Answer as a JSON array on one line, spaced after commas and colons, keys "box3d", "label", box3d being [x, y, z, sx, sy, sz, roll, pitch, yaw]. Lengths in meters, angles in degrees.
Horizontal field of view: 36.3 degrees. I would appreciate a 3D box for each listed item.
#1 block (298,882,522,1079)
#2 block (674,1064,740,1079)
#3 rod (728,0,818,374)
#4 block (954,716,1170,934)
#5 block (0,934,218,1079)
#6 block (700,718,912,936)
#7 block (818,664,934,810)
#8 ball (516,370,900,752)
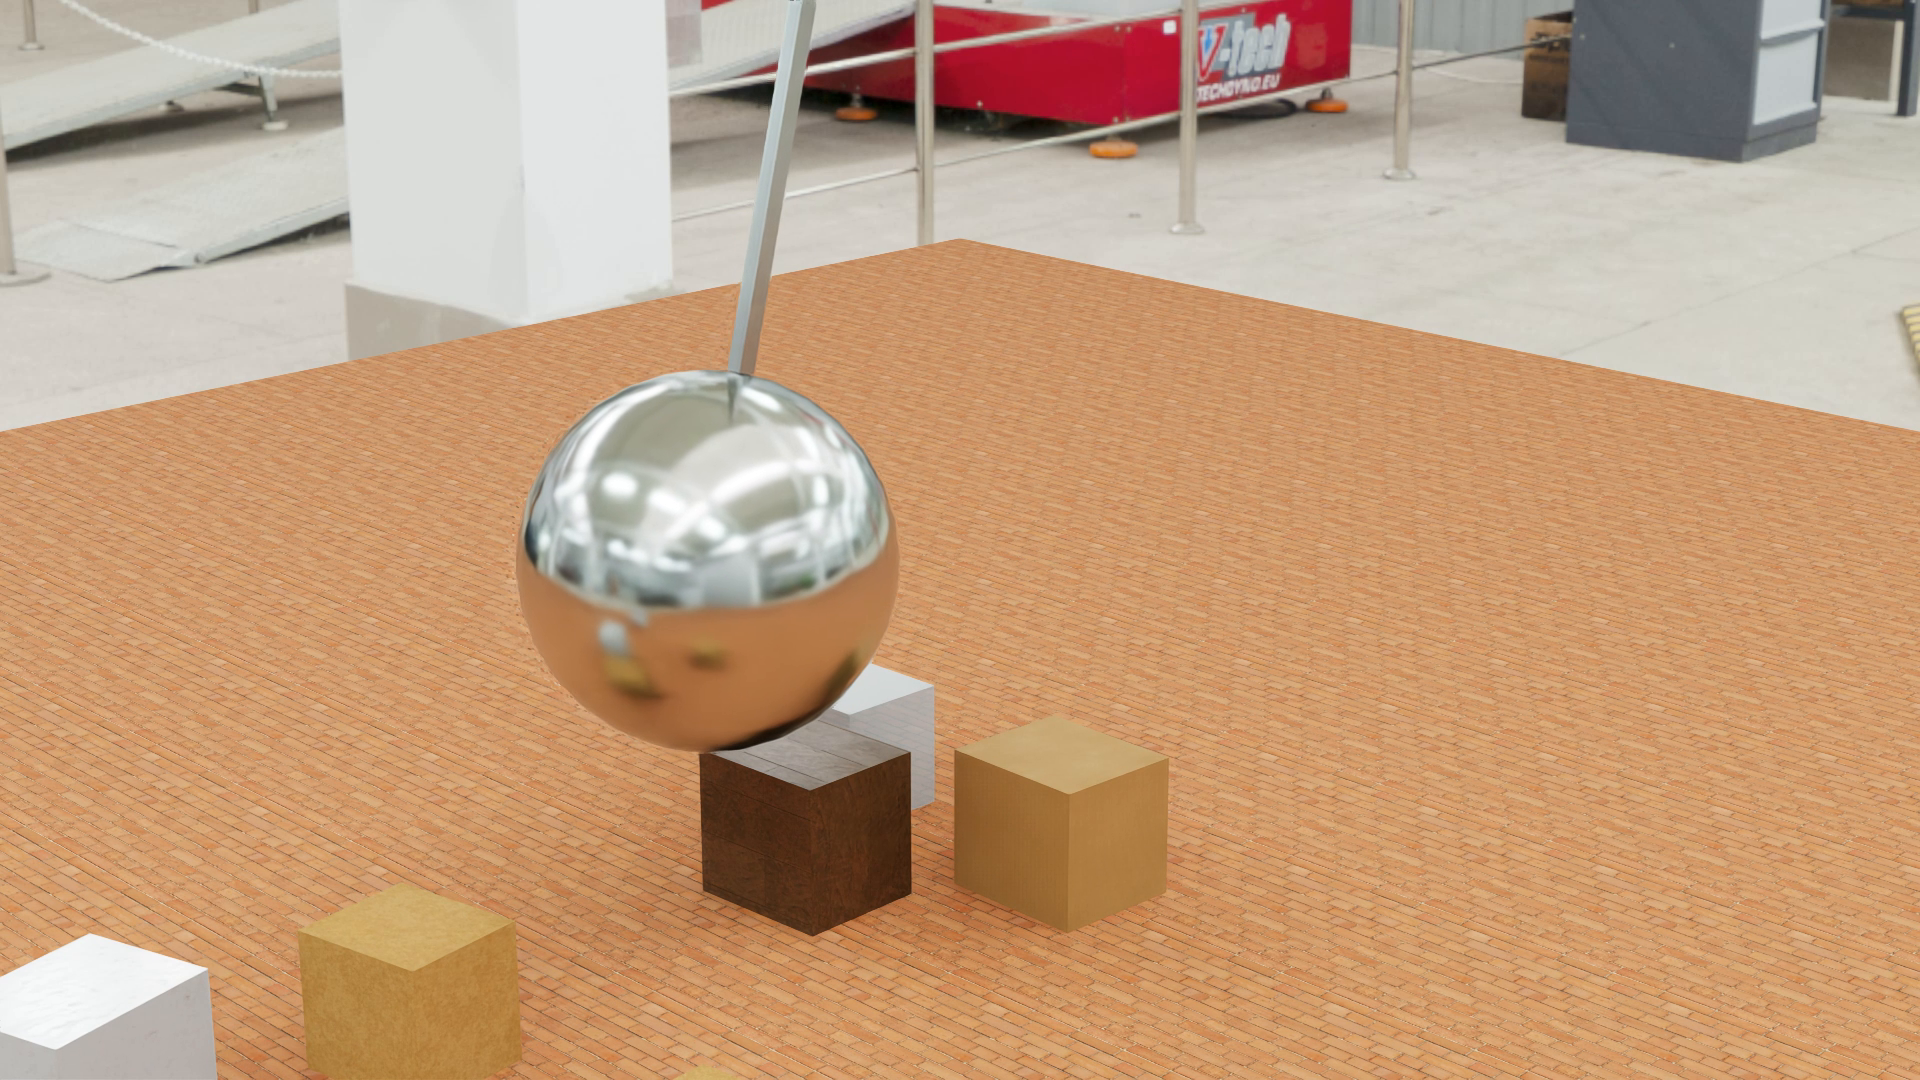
[{"box3d": [-2.173, 1.802, 11.607, 0.635, 0.602, 0.558, 12, 21, 34], "label": "block"}, {"box3d": [-0.896, 2.245, 10.346, 0.501, 0.512, 0.511, 14, 22, 37], "label": "block"}, {"box3d": [-0.456, -3.234, 11.847, 0.080, 5.200, 0.080, 17, 10, 42], "label": "rod"}, {"box3d": [0.453, 1.268, 13.216, 0.632, 0.656, 0.727, -16, 23, -41], "label": "block"}, {"box3d": [-3.237, 1.986, 10.814, 0.609, 0.727, 0.746, 10, 20, 29], "label": "block"}, {"box3d": [-0.692, 1.265, 13.169, 0.713, 0.689, 0.622, 16, 23, 41], "label": "block"}, {"box3d": [-0.515, 0.989, 14.195, 0.559, 0.602, 0.550, -17, 24, -42], "label": "block"}, {"box3d": [-1.052, 0.087, 12.267, 1.600, 1.600, 1.600, 0, 17, 0], "label": "ball"}]
